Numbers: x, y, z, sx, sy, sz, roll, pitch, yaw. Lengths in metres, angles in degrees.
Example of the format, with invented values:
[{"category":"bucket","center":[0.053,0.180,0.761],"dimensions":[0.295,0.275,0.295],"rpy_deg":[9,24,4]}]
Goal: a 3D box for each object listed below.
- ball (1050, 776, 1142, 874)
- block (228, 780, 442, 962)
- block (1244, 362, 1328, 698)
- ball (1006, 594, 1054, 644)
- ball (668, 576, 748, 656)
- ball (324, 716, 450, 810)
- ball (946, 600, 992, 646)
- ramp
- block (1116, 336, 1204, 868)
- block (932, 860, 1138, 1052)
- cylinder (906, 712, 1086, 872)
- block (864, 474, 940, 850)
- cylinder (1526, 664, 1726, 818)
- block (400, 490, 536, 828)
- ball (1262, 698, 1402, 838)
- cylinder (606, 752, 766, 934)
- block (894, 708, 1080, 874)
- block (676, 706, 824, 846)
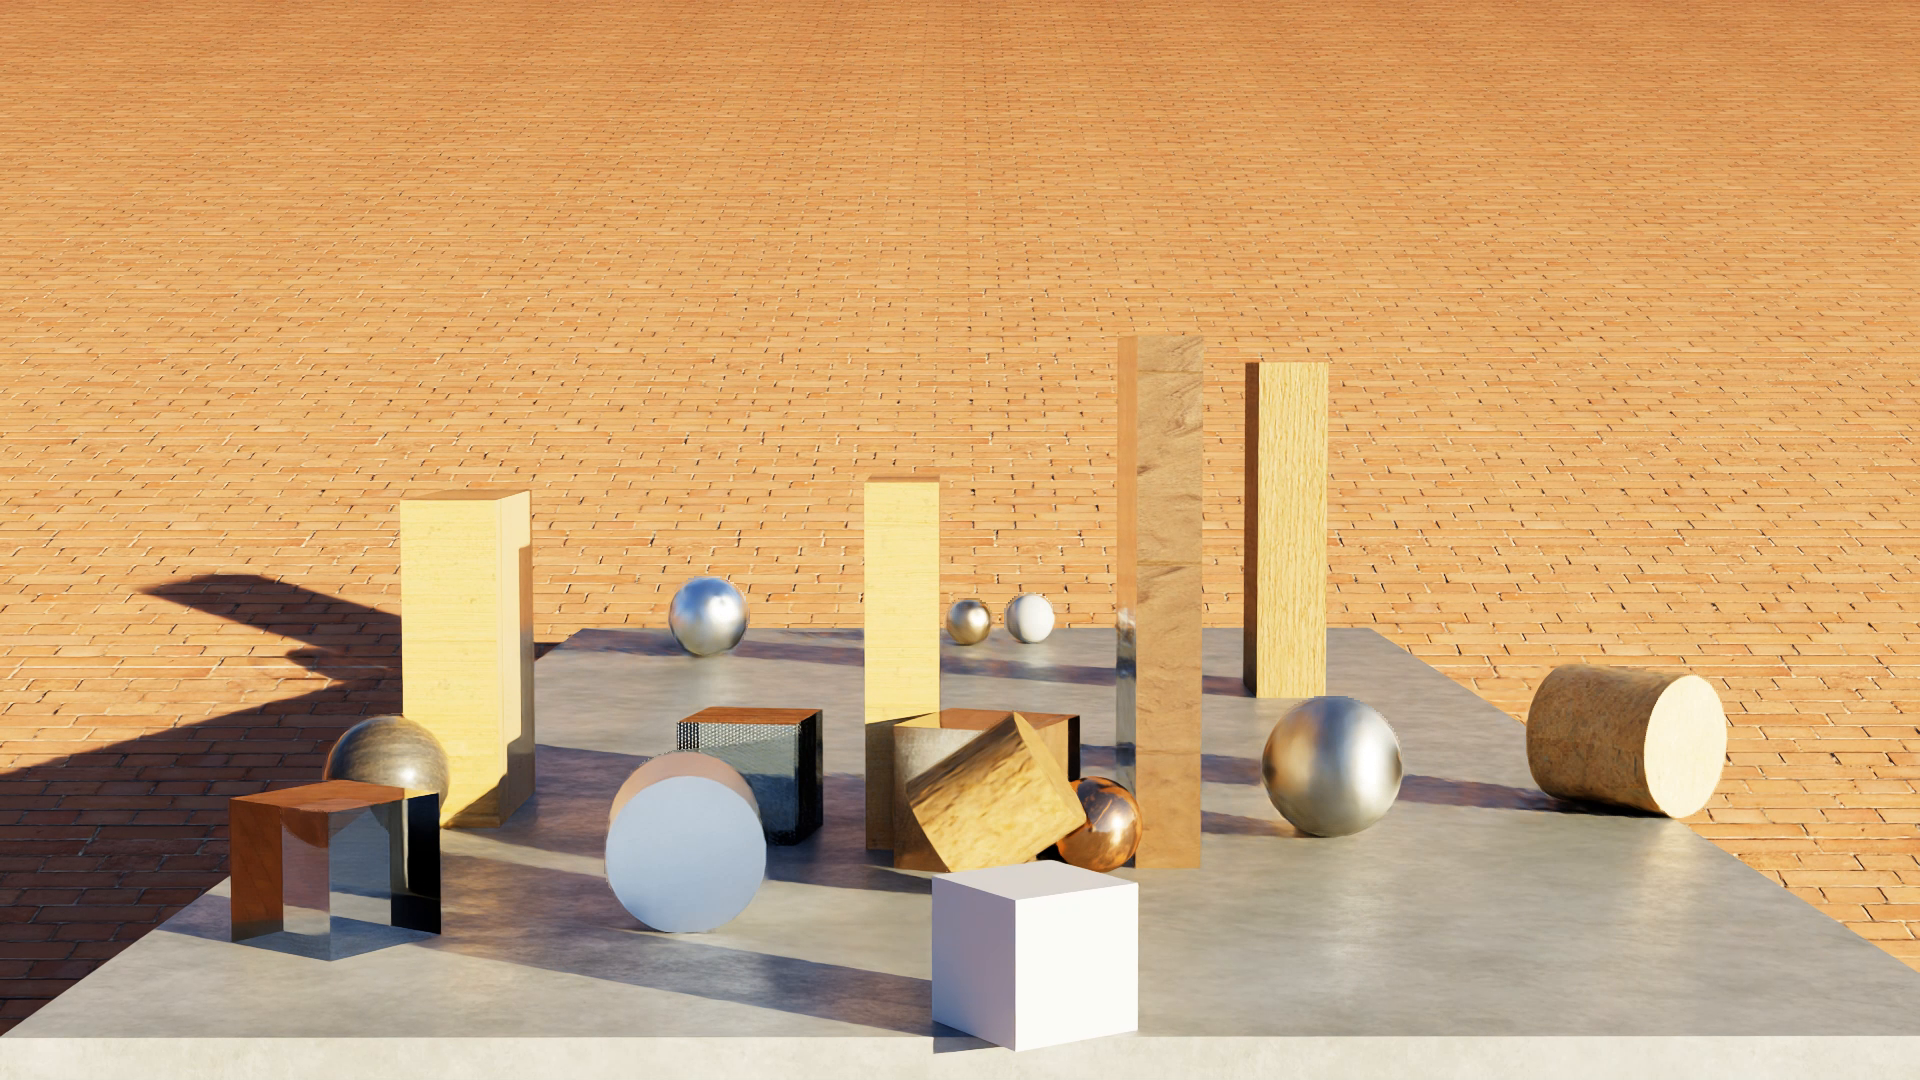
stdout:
[{"category":"ball","center":[0.176,0.373,3.357],"dimensions":[0.127,0.127,0.127],"rpy_deg":[0,19,0]},{"category":"block","center":[-0.723,0.379,2.973],"dimensions":[0.168,0.168,0.168],"rpy_deg":[3,5,35]},{"category":"block","center":[0.662,-0.026,5.237],"dimensions":[0.137,0.670,0.247],"rpy_deg":[0,4,0]},{"category":"ball","center":[0.167,0.189,6.158],"dimensions":[0.117,0.117,0.117],"rpy_deg":[0,19,0]},{"category":"ball","center":[-0.577,0.176,5.880],"dimensions":[0.182,0.182,0.182],"rpy_deg":[0,19,0]},{"category":"ball","center":[-0.804,0.334,3.604],"dimensions":[0.173,0.173,0.173],"rpy_deg":[0,19,0]},{"category":"ball","center":[0.021,0.196,6.120],"dimensions":[0.110,0.110,0.110],"rpy_deg":[0,19,0]},{"category":"ramp","center":[0.045,0.407,4.538],"dimensions":[2.000,0.100,4.000],"rpy_deg":[0,4,0]},{"category":"block","center":[0.274,0.070,3.573],"dimensions":[0.086,0.703,0.412],"rpy_deg":[0,4,0]},{"category":"block","center":[0.074,0.415,2.581],"dimensions":[0.148,0.148,0.148],"rpy_deg":[-3,5,-34]},{"category":"cylinder","center":[0.046,0.331,3.231],"dimensions":[0.164,0.164,0.164],"rpy_deg":[-34,19,7]},{"category":"block","center":[-0.080,0.163,3.672],"dimensions":[0.102,0.504,0.321],"rpy_deg":[0,4,0]},{"category":"cylinder","center":[0.998,0.298,3.847],"dimensions":[0.209,0.209,0.209],"rpy_deg":[-16,14,-39]},{"category":"block","center":[-0.732,0.168,3.840],"dimensions":[0.136,0.472,0.320],"rpy_deg":[0,4,0]},{"category":"ball","center":[0.524,0.320,3.617],"dimensions":[0.197,0.197,0.197],"rpy_deg":[0,19,0]},{"category":"cylinder","center":[-0.330,0.362,3.088],"dimensions":[0.187,0.187,0.187],"rpy_deg":[-2,4,-6]},{"category":"block","center":[0.038,0.336,3.436],"dimensions":[0.191,0.191,0.191],"rpy_deg":[2,4,23]},{"category":"block","center":[-0.296,0.333,3.646],"dimensions":[0.168,0.168,0.168],"rpy_deg":[1,4,10]}]
